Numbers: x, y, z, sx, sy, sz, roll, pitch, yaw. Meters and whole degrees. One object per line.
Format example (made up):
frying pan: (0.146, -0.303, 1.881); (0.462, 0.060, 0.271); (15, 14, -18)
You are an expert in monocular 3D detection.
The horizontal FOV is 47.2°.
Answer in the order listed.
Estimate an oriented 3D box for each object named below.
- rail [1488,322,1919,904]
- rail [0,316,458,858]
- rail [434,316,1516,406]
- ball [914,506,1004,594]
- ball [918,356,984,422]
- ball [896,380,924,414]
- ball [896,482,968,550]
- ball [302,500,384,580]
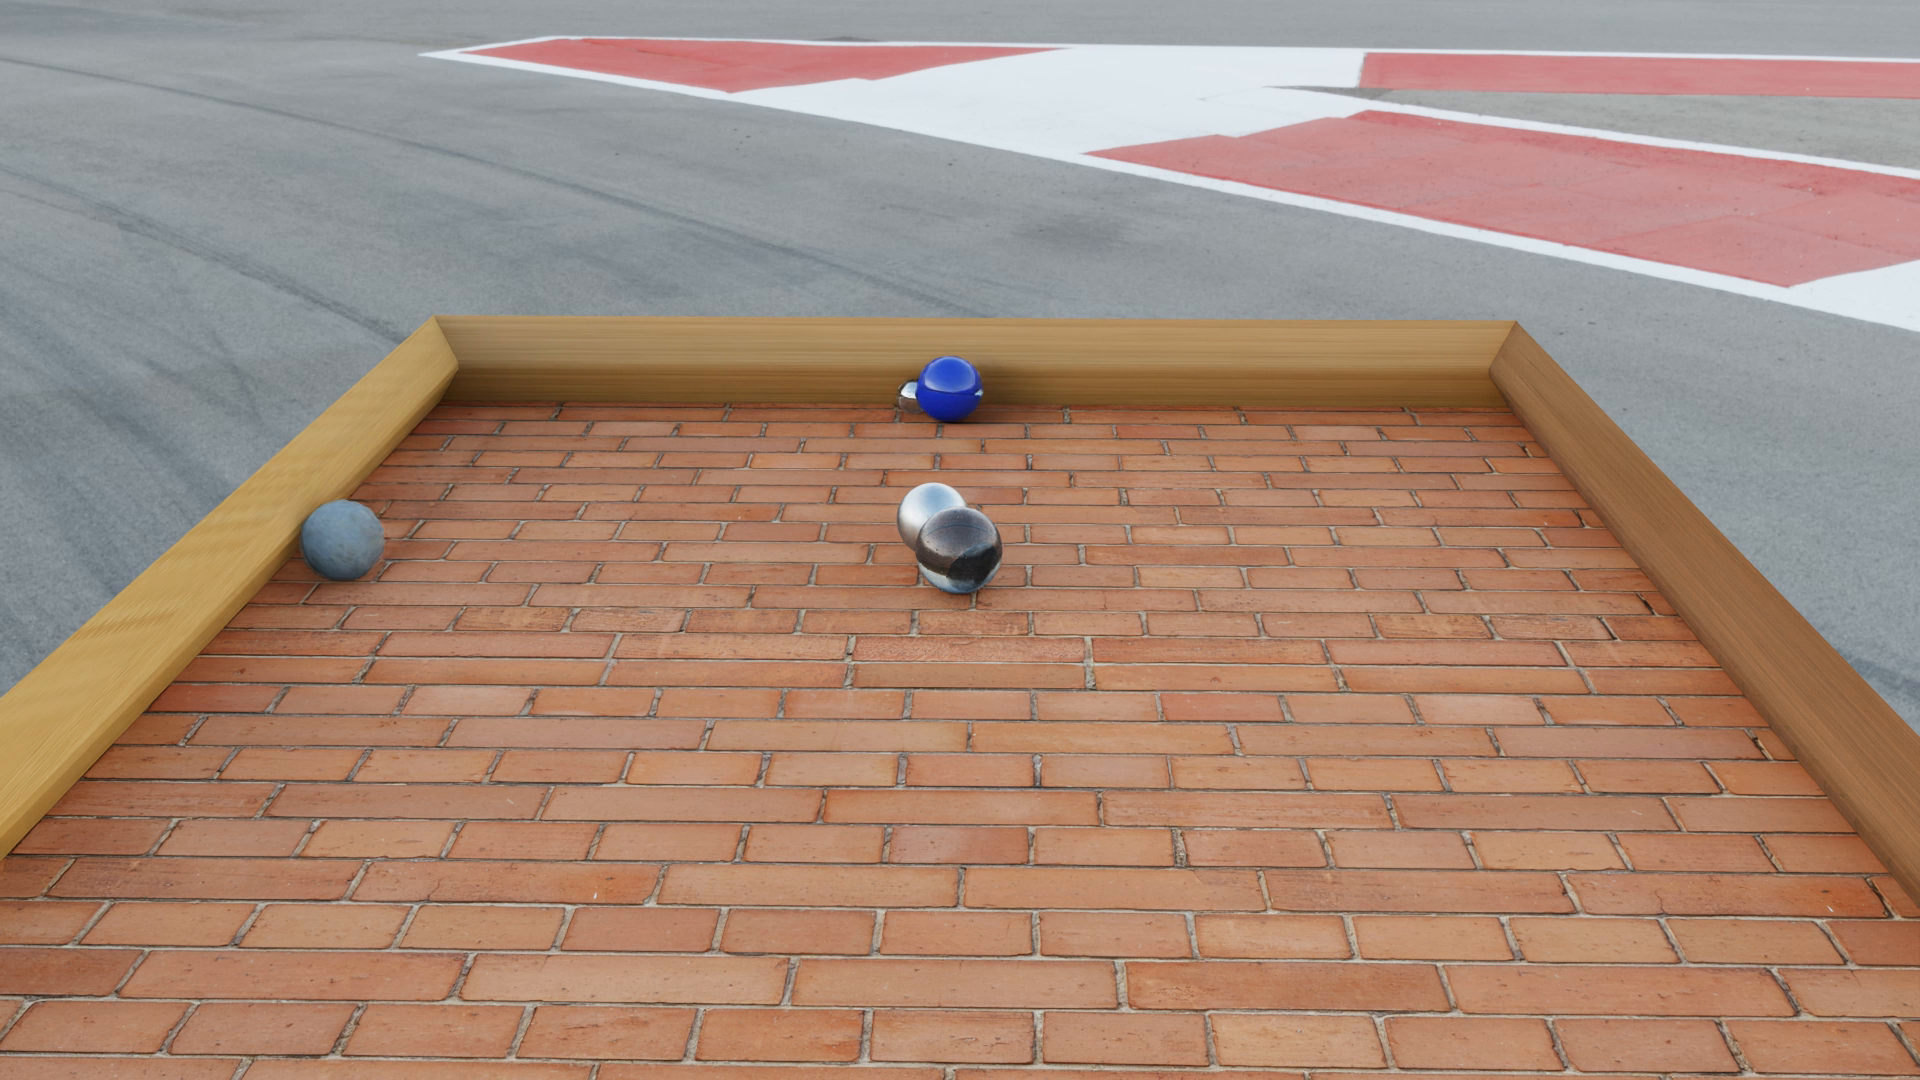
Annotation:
rail: (0.754, 0.224, 1.788); (0.045, 0.129, 3.033); (0, 19, 1)
rail: (-0.788, 0.213, 1.821); (0.045, 0.129, 3.033); (0, 19, 1)
rail: (0.017, -0.256, 3.219); (1.590, 0.129, 0.045); (0, 19, 1)
ball: (-0.001, 0.011, 2.471); (0.099, 0.099, 0.099); (0, 19, 0)
ball: (-0.014, -0.217, 3.159); (0.095, 0.095, 0.095); (0, 19, 0)
ball: (-0.067, -0.210, 3.208); (0.050, 0.050, 0.050); (0, 19, 0)
ball: (-0.031, -0.024, 2.595); (0.088, 0.088, 0.088); (0, 19, 0)
ball: (-0.706, 0.000, 2.516); (0.092, 0.092, 0.092); (0, 19, 0)
